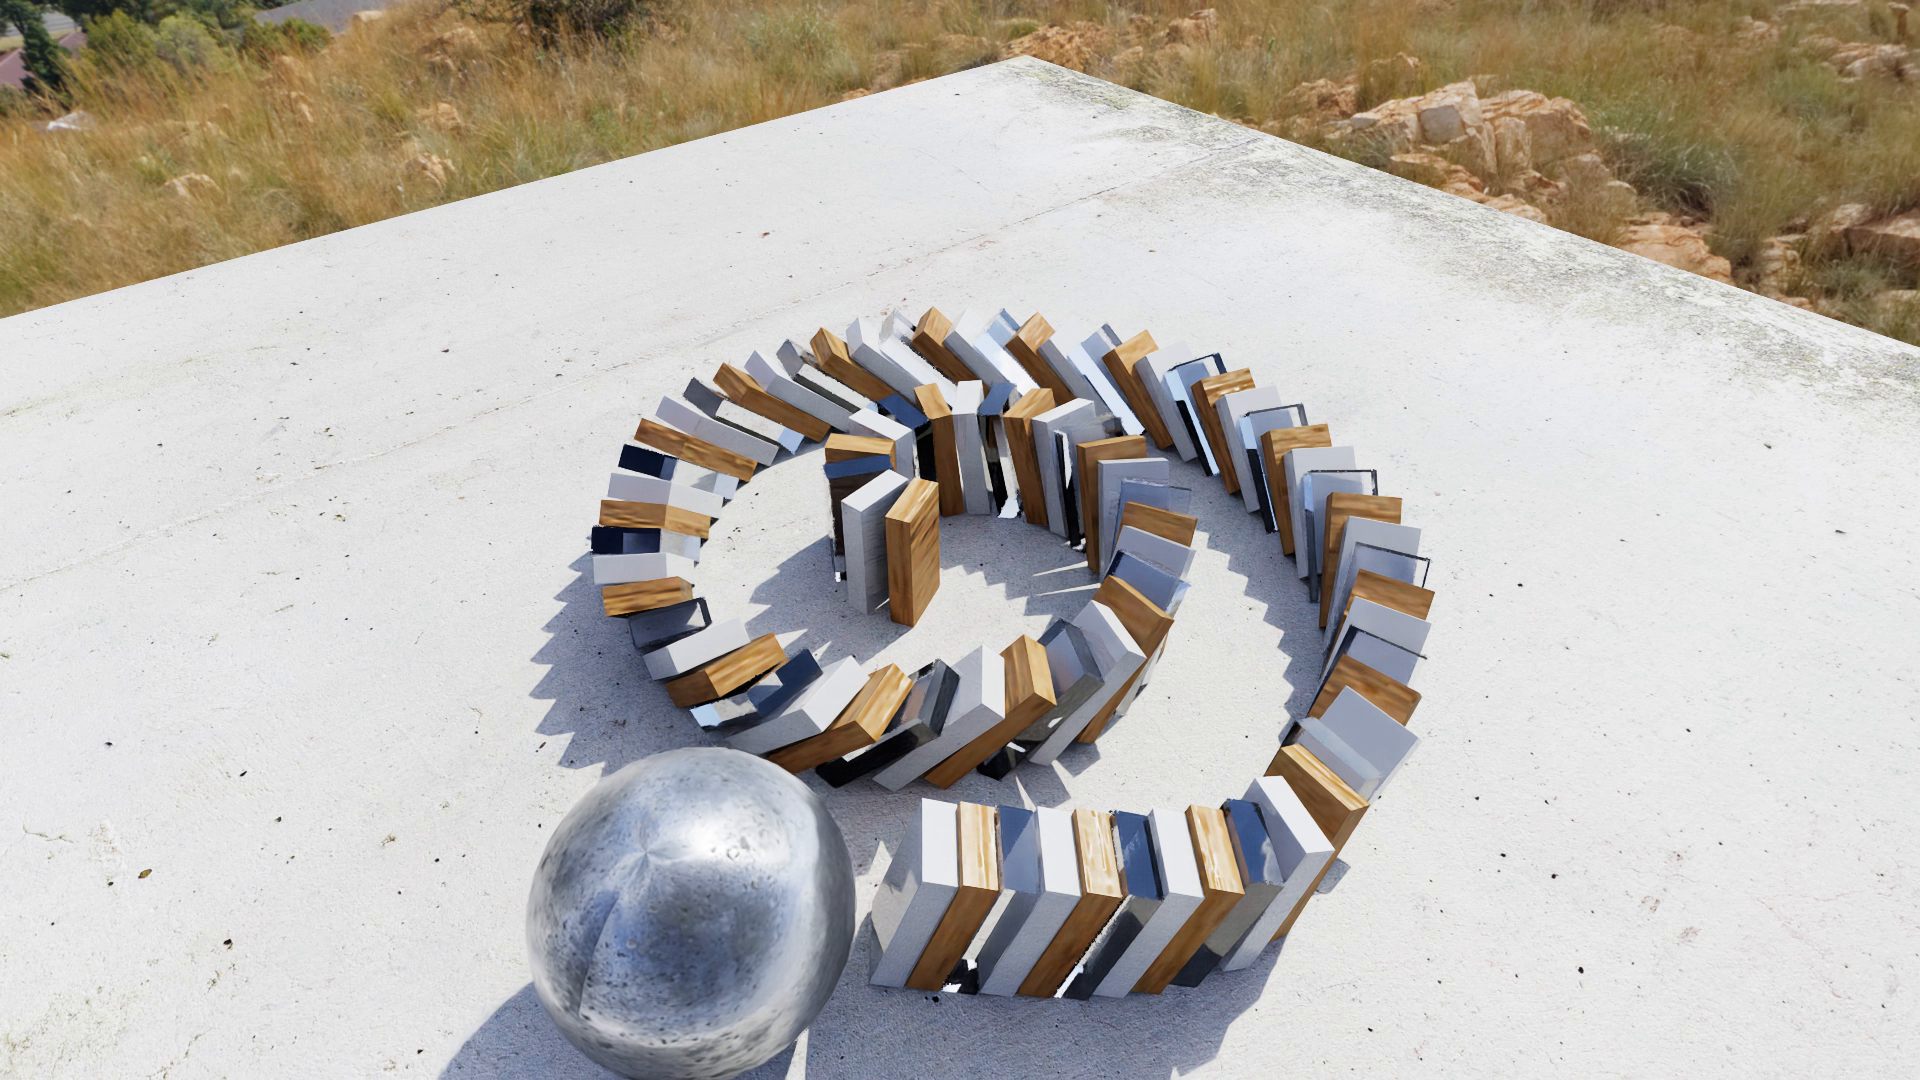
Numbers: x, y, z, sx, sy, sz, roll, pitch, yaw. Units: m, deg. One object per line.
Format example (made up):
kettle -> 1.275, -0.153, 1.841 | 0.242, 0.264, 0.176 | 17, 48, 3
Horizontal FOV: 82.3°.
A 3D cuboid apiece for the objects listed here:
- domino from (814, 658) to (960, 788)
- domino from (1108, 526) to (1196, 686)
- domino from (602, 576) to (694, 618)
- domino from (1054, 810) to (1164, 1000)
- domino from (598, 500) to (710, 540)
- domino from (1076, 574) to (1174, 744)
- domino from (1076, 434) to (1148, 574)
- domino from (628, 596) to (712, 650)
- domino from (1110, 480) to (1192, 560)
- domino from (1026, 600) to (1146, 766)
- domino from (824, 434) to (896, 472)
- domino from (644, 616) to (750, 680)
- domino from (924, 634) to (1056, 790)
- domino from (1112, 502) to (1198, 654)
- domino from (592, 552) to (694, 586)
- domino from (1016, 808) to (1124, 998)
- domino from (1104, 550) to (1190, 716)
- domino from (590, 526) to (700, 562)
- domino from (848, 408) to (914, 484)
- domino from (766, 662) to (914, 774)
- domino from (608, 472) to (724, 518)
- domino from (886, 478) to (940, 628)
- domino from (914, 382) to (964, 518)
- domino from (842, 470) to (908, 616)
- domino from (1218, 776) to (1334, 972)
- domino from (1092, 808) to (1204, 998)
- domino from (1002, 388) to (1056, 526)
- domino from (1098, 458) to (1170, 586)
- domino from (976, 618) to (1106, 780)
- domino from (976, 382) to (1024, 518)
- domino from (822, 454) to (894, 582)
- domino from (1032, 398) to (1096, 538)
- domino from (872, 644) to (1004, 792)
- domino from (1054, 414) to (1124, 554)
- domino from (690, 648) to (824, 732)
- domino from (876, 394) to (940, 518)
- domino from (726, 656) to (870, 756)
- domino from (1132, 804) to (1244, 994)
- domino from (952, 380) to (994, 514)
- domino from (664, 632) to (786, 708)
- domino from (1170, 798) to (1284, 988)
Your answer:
domino -> -0.023, 0.058, 0.346 | 0.010, 0.050, 0.025 | 43, 38, -18
domino -> 0.062, 0.023, 0.387 | 0.025, 0.050, 0.010 | 22, 8, 24
domino -> -0.110, 0.021, 0.392 | 0.025, 0.009, 0.050 | -9, -4, -10
domino -> 0.037, 0.098, 0.292 | 0.009, 0.050, 0.025 | 13, 38, -13
domino -> -0.118, -0.008, 0.428 | 0.025, 0.009, 0.050 | 5, -3, 6
domino -> 0.047, 0.040, 0.367 | 0.009, 0.050, 0.025 | 17, 18, -49
domino -> 0.061, -0.014, 0.429 | 0.025, 0.050, 0.009 | -11, 15, -13
domino -> -0.101, 0.029, 0.382 | 0.025, 0.009, 0.050 | -16, -3, -18
domino -> 0.069, 0.004, 0.408 | 0.025, 0.050, 0.009 | 9, 10, 11
domino -> 0.036, 0.047, 0.359 | 0.010, 0.050, 0.025 | 24, 23, -39
domino -> -0.038, -0.017, 0.432 | 0.025, 0.050, 0.009 | 7, 40, 8
domino -> -0.090, 0.037, 0.373 | 0.025, 0.009, 0.050 | -23, 1, -26
domino -> 0.008, 0.055, 0.350 | 0.010, 0.050, 0.025 | 34, 29, -29
domino -> 0.067, 0.014, 0.397 | 0.025, 0.050, 0.010 | 15, 9, 18
domino -> -0.115, 0.012, 0.404 | 0.025, 0.009, 0.050 | -4, -4, -3
domino -> 0.027, 0.097, 0.293 | 0.009, 0.050, 0.025 | 13, 38, -13
domino -> 0.055, 0.032, 0.377 | 0.025, 0.050, 0.009 | 30, 10, 31
domino -> -0.118, 0.002, 0.416 | 0.025, 0.010, 0.050 | 1, -4, 3
domino -> -0.031, -0.026, 0.443 | 0.025, 0.050, 0.010 | 28, 47, 30
domino -> -0.038, 0.057, 0.347 | 0.010, 0.050, 0.025 | 48, 45, -14
domino -> -0.117, -0.017, 0.440 | 0.025, 0.009, 0.050 | 9, -3, 11
domino -> -0.017, 0.005, 0.405 | 0.009, 0.050, 0.025 | 14, 41, 17
domino -> -0.009, -0.037, 0.456 | 0.009, 0.050, 0.025 | -15, 41, -8
domino -> -0.031, 0.001, 0.410 | 0.009, 0.050, 0.025 | 28, 47, 29
domino -> 0.080, 0.091, 0.300 | 0.009, 0.050, 0.025 | 3, 36, -26
domino -> 0.047, 0.097, 0.292 | 0.009, 0.050, 0.025 | 13, 38, -13
domino -> 0.033, -0.034, 0.453 | 0.009, 0.050, 0.025 | 7, 37, 33
domino -> 0.066, -0.005, 0.419 | 0.025, 0.050, 0.010 | -3, 11, -4
domino -> 0.022, 0.051, 0.354 | 0.009, 0.050, 0.025 | 29, 26, -33
domino -> 0.020, -0.037, 0.456 | 0.010, 0.050, 0.025 | 2, 38, 21
domino -> -0.038, -0.008, 0.421 | 0.025, 0.050, 0.010 | -10, 41, -12
domino -> 0.045, -0.029, 0.447 | 0.025, 0.050, 0.010 | -26, 28, -28
domino -> -0.007, 0.057, 0.348 | 0.010, 0.050, 0.025 | 37, 31, -25
domino -> 0.054, -0.022, 0.439 | 0.025, 0.050, 0.010 | -18, 21, -20
domino -> -0.067, 0.050, 0.357 | 0.025, 0.009, 0.050 | -36, 7, -35
domino -> -0.021, -0.032, 0.450 | 0.009, 0.050, 0.025 | -27, 46, -24
domino -> -0.052, 0.054, 0.352 | 0.050, 0.009, 0.025 | -27, 15, 47
domino -> 0.057, 0.096, 0.293 | 0.009, 0.050, 0.025 | 13, 38, -13
domino -> 0.006, -0.038, 0.457 | 0.009, 0.050, 0.025 | -2, 39, 10
domino -> -0.079, 0.044, 0.365 | 0.025, 0.009, 0.050 | -30, 4, -31
domino -> 0.067, 0.095, 0.295 | 0.010, 0.050, 0.025 | 13, 37, -13
